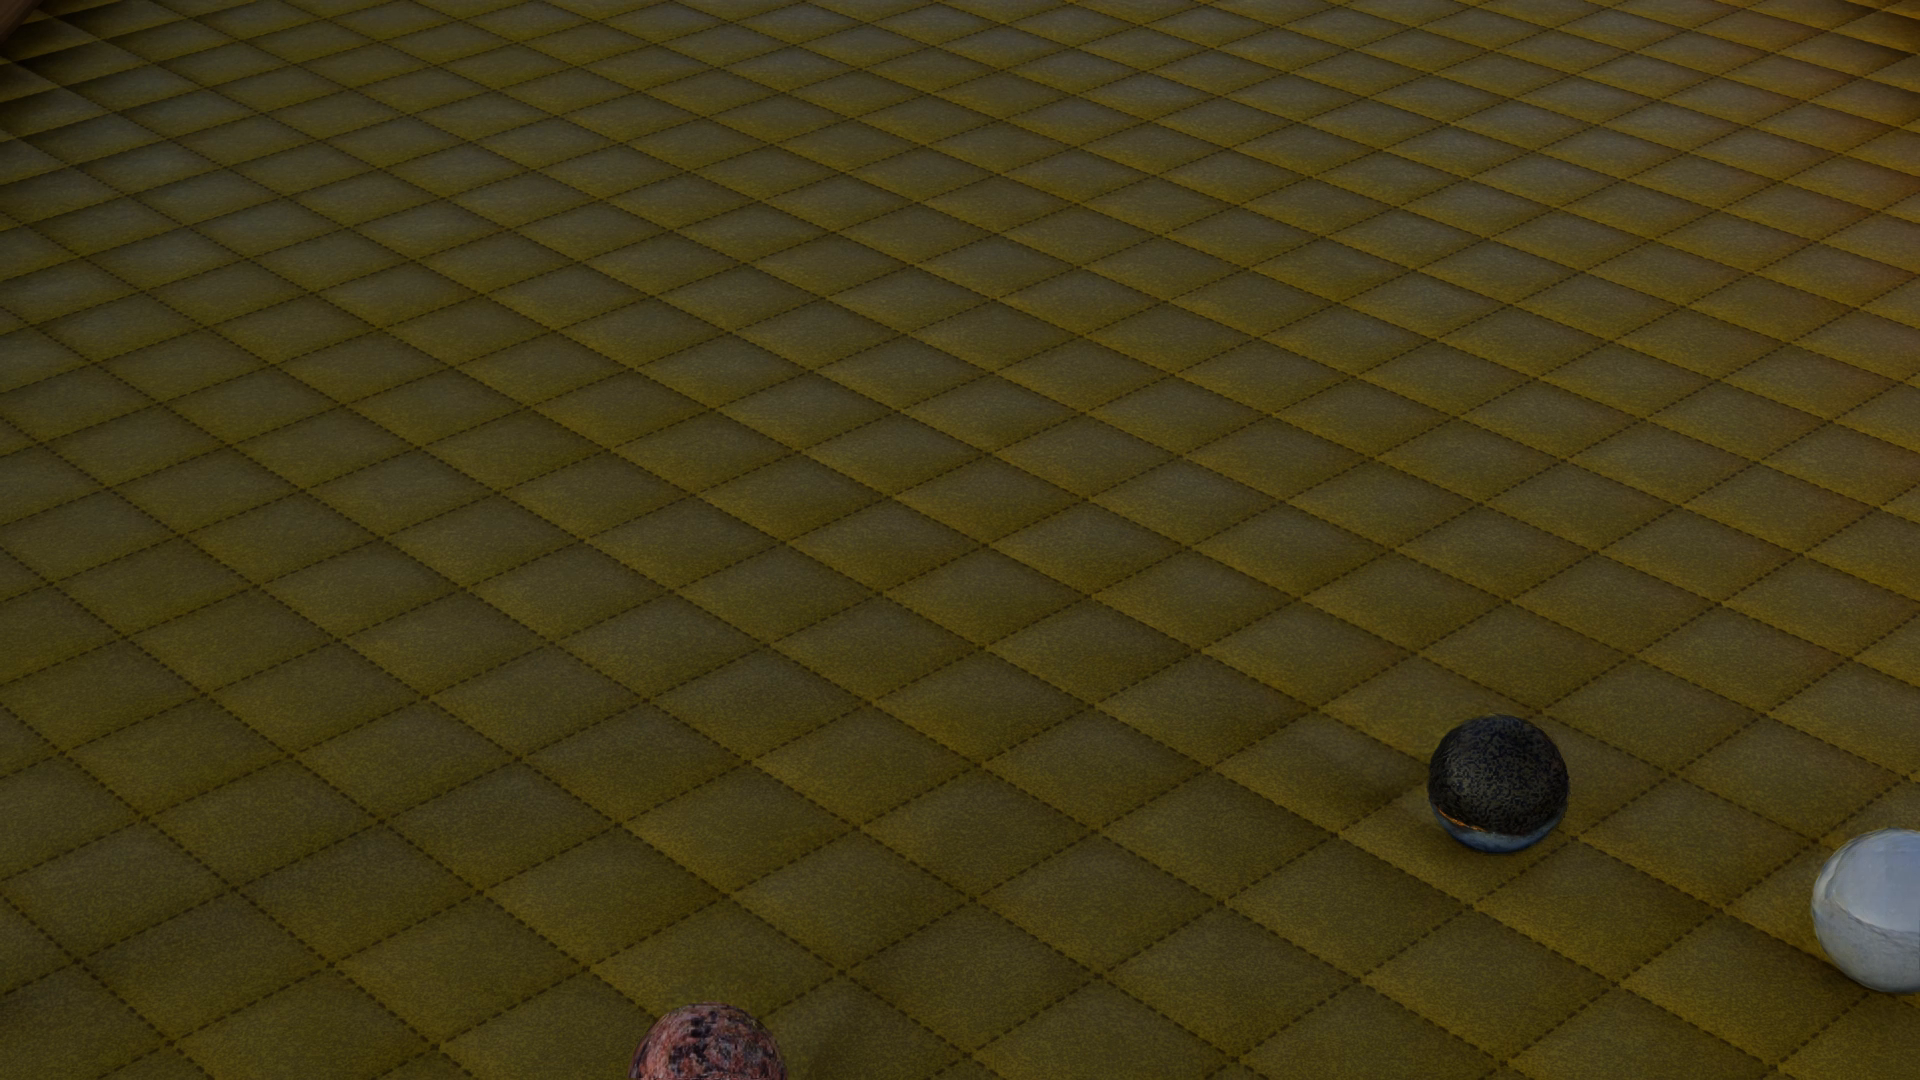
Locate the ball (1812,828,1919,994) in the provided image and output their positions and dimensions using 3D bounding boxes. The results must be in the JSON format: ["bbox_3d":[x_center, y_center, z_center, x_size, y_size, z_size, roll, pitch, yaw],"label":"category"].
[{"bbox_3d":[0.449,0.178,1.410,0.079,0.079,0.079,0,28,0],"label":"ball"}]

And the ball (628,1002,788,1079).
[{"bbox_3d":[-0.112,0.240,1.303,0.071,0.071,0.071,0,28,0],"label":"ball"}]

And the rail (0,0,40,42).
[{"bbox_3d":[-0.844,-0.430,2.507,0.045,0.102,3.414,1,28,1],"label":"rail"}]

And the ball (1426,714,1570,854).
[{"bbox_3d":[0.277,0.126,1.514,0.072,0.072,0.072,0,28,0],"label":"ball"}]
